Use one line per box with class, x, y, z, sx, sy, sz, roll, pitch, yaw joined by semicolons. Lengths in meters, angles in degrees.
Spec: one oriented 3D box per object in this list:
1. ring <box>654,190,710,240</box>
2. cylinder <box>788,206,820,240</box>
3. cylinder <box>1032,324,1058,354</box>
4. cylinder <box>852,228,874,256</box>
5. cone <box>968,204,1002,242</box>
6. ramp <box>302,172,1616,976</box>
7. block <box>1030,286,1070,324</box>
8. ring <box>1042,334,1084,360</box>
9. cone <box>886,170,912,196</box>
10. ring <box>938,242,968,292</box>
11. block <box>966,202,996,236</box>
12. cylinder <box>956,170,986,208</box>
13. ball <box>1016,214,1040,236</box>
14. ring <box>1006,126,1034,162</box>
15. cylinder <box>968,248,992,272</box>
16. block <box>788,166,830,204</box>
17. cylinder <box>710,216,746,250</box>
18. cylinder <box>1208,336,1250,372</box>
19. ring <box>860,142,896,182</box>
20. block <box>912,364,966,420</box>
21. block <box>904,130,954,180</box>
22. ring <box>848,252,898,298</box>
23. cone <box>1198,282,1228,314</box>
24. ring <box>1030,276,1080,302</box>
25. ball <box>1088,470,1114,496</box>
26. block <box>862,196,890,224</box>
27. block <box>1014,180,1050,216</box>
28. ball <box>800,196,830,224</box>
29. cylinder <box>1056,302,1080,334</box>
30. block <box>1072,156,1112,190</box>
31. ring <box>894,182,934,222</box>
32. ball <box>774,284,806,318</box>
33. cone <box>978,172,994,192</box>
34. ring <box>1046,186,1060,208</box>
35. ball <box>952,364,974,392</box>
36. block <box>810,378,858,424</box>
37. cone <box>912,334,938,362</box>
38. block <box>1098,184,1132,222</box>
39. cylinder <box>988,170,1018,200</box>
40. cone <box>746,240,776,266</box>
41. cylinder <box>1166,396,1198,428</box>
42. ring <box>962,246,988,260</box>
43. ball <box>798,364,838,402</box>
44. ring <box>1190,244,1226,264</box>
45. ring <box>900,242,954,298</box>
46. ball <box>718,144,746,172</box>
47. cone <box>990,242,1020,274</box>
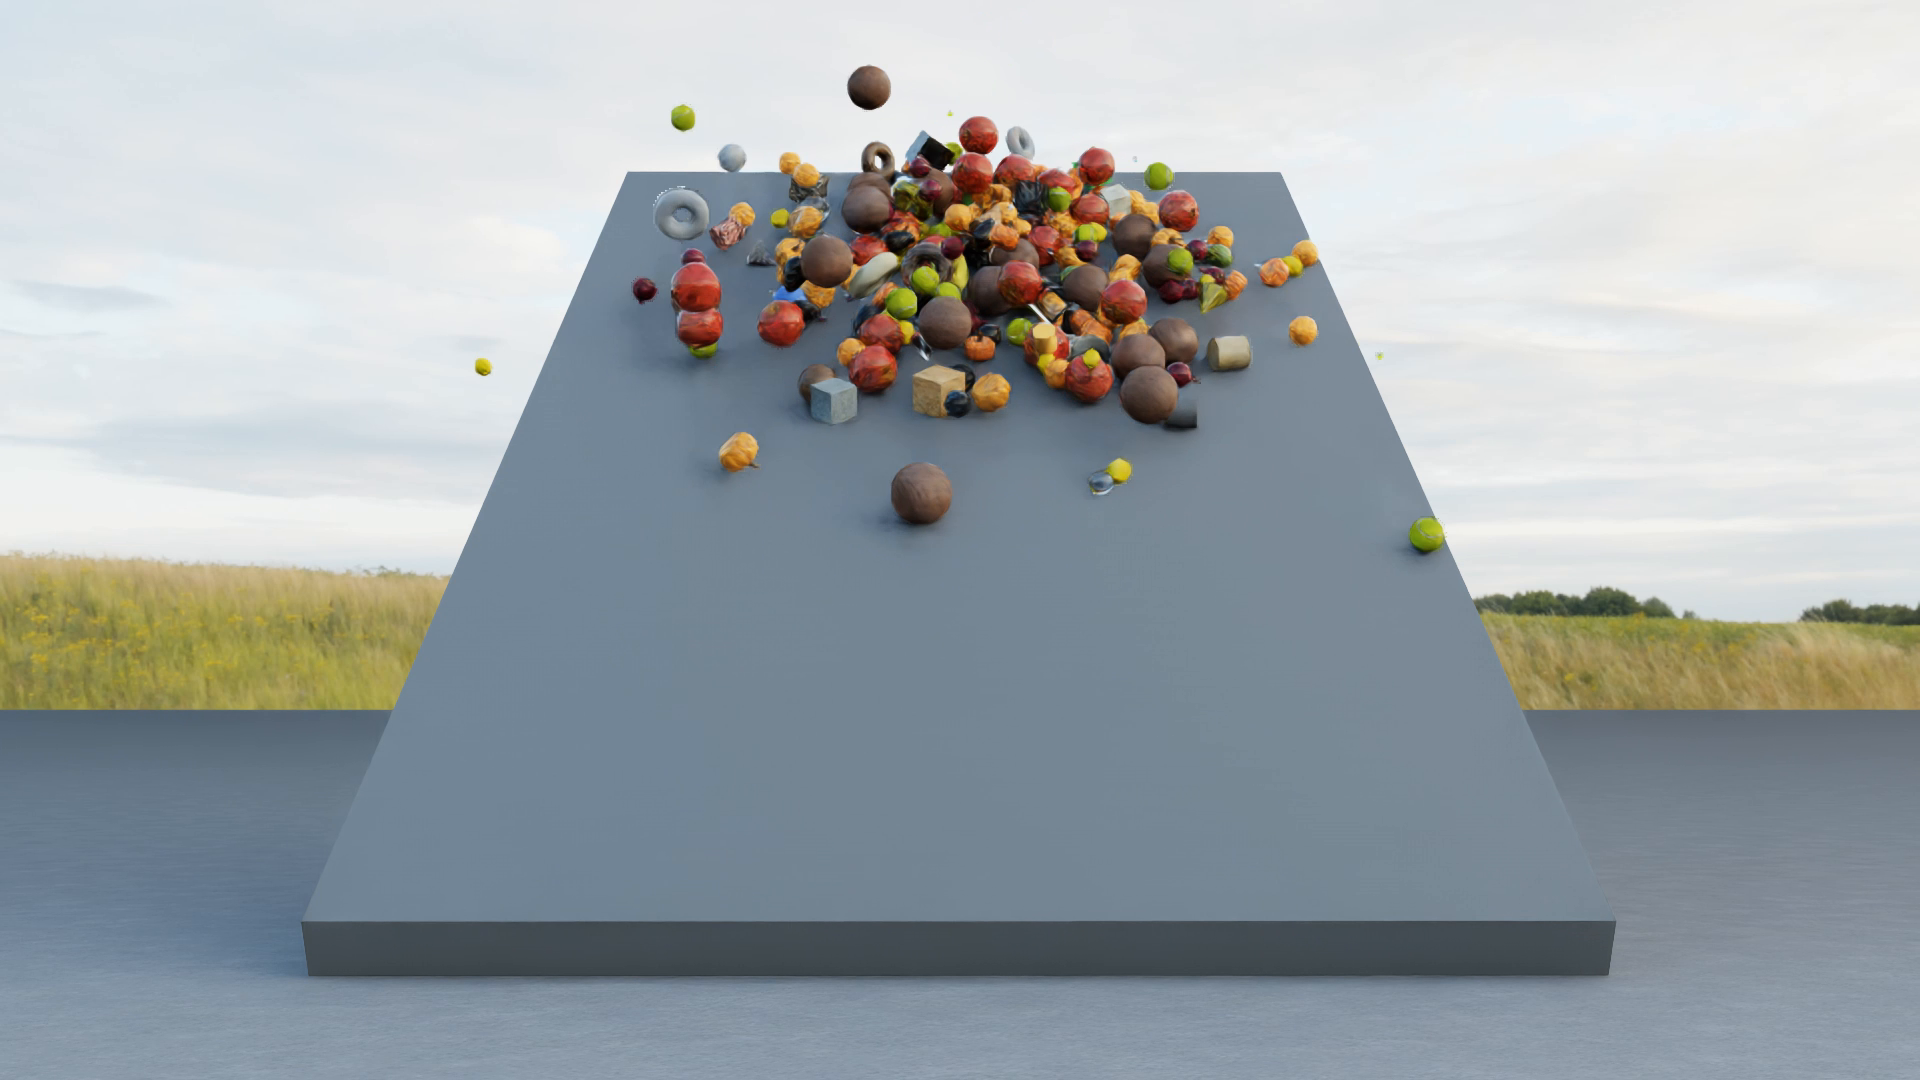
ring;-0.728;-0.852;6.153;0.144;0.144;0.048;0;31;-2
cylinder;-0.437;-0.889;6.560;0.082;0.082;0.082;0;18;3
cylinder;0.200;-0.472;5.507;0.052;0.052;0.052;-1;-41;12
cylinder;-0.266;-0.823;6.464;0.060;0.060;0.060;0;25;0
cone;0.088;-0.863;6.275;0.097;0.097;0.097;22;-20;9
ramp;-0.009;-0.229;5.395;2.000;0.100;4.000;0;25;0
block;0.218;-0.570;5.695;0.063;0.063;0.063;46;-4;-12
ring;0.252;-0.474;5.751;0.118;0.039;0.118;0;26;0
cone;-0.205;-1.078;6.928;0.088;0.088;0.088;46;-21;-17
ring;-0.026;-0.715;6.149;0.046;0.138;0.138;-18;-13;31
block;0.064;-0.905;6.621;0.076;0.076;0.076;9;27;17
cylinder;0.034;-1.027;6.862;0.086;0.086;0.086;0;28;0
ball;0.192;-0.885;6.590;0.066;0.066;0.066;0;-4;0
ring;0.182;-1.187;7.042;0.038;0.115;0.115;-21;-16;36
cylinder;0.057;-0.758;6.334;0.054;0.054;0.054;2;21;-30
block;-0.439;-1.024;6.817;0.079;0.079;0.079;33;-38;13
cylinder;-0.638;-0.843;6.438;0.070;0.070;0.070;-40;15;-25
cylinder;0.648;-0.451;5.653;0.080;0.080;0.080;-7;-2;-15
ring;-0.240;-1.105;6.859;0.122;0.122;0.041;4;-4;-42
block;-0.049;-0.343;5.416;0.087;0.087;0.087;19;31;34
block;-0.088;-1.106;6.737;0.093;0.093;0.093;32;9;-24
ring;-0.212;-0.645;5.720;0.146;0.049;0.146;-42;-4;-4
cone;0.627;-0.597;5.939;0.080;0.080;0.080;18;-37;14
ring;0.249;-0.655;6.129;0.131;0.044;0.131;3;26;-1
ball;0.300;-0.121;4.989;0.053;0.053;0.053;0;-4;0
block;-0.238;-0.936;6.672;0.054;0.054;0.054;0;-31;-34
block;0.198;-0.941;6.451;0.076;0.076;0.076;13;1;12
ball;-0.415;-0.941;6.685;0.083;0.083;0.083;0;-4;0
cylinder;0.273;-0.559;5.905;0.061;0.061;0.061;-1;24;1
block;0.392;-1.093;6.969;0.077;0.077;0.077;-23;22;-22
ring;-0.128;-0.931;6.448;0.043;0.128;0.128;-47;18;-23
ball;-0.433;-0.607;5.976;0.085;0.085;0.085;0;-4;0
cone;0.073;-1.031;6.770;0.053;0.053;0.053;2;14;0
ring;0.229;-1.006;6.874;0.126;0.042;0.126;0;28;0
ball;0.000;-0.378;5.512;0.070;0.070;0.070;0;-4;0
block;-0.290;-0.319;5.377;0.076;0.076;0.076;-22;33;-38
cone;-0.083;-0.456;5.687;0.060;0.060;0.060;-4;-34;-3
block;0.440;-0.958;6.659;0.068;0.068;0.068;-18;41;-11
cylinder;0.129;-1.025;6.779;0.069;0.069;0.069;2;24;-29
cone;-0.526;-0.761;6.361;0.076;0.076;0.076;33;0;7
cylinder;0.503;-0.290;5.329;0.069;0.069;0.069;1;-4;3
ring;0.039;-0.782;6.420;0.078;0.026;0.078;0;26;0
ball;-0.329;-0.362;5.446;0.095;0.095;0.095;0;-4;0
ring;0.678;-0.782;6.410;0.103;0.034;0.103;4;24;-2
ring;-0.085;-0.695;6.035;0.141;0.141;0.047;-1;6;8
ball;-0.669;-1.122;6.888;0.085;0.085;0.085;0;-4;0
cone;0.123;-0.762;6.254;0.085;0.085;0.085;0;-5;-2
